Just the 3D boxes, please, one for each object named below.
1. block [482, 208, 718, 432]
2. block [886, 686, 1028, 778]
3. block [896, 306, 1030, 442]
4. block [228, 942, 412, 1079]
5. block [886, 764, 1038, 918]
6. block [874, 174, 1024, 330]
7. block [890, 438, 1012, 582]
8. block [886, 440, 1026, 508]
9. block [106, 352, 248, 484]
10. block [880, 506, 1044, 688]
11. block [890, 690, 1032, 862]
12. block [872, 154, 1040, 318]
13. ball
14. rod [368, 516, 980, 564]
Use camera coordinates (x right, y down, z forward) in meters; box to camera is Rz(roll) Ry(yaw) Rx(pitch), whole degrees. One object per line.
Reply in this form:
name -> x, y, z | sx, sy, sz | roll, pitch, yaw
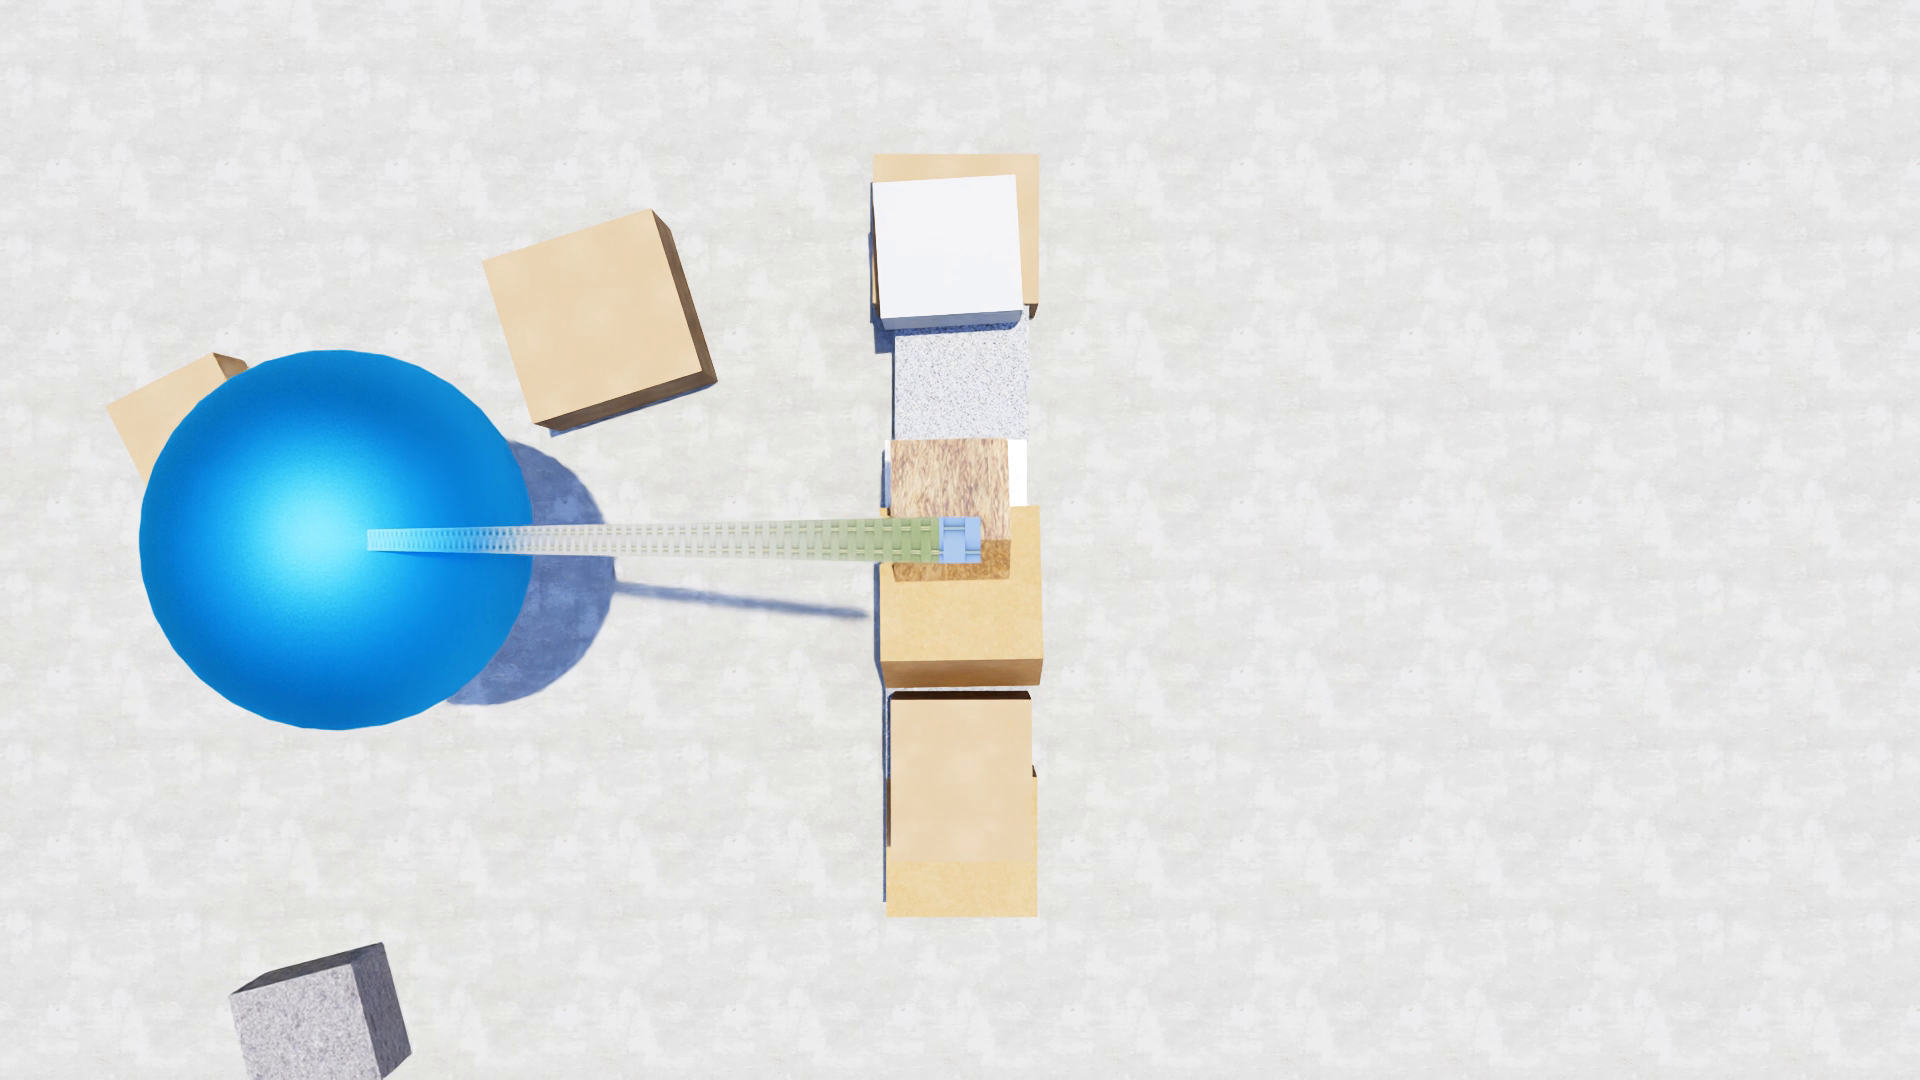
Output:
block -> -2.038, -1.240, 12.584 | 0.982, 0.833, 0.945 | -17, 90, 0
block -> -0.015, 0.865, 12.580 | 0.788, 0.839, 0.906 | 0, 90, 0
block -> 0.012, -0.937, 12.654 | 0.748, 0.691, 0.756 | 0, 90, 0
block -> -3.671, 2.793, 12.657 | 0.716, 0.687, 0.683 | -15, 90, 0
block -> 0.011, 1.719, 12.651 | 0.845, 0.698, 0.783 | 0, 90, 0
block -> -0.062, -1.545, 11.895 | 0.750, 0.650, 0.712 | -3, 90, 0
block -> -0.048, -0.149, 11.240 | 0.593, 0.624, 0.542 | -1, 71, 0
block -> -0.024, -0.105, 12.634 | 0.788, 0.732, 0.906 | 0, 90, 0
block -> -4.409, -0.671, 12.714 | 0.678, 0.571, 0.534 | -27, 90, 0
block -> 0.006, 0.315, 11.816 | 0.844, 0.712, 0.823 | -1, 75, 0
block -> 0.008, 1.255, 11.812 | 0.736, 0.697, 0.844 | 0, 90, 0
block -> -0.022, -1.731, 12.610 | 0.923, 0.780, 0.829 | 0, 90, 0
ball -> -2.596, 0.000, 9.221 | 1.600, 1.600, 1.600 | 0, 90, 0
rod -> -1.125, 0.000, 6.155 | 0.080, 5.200, 0.080 | 0, 90, -26
